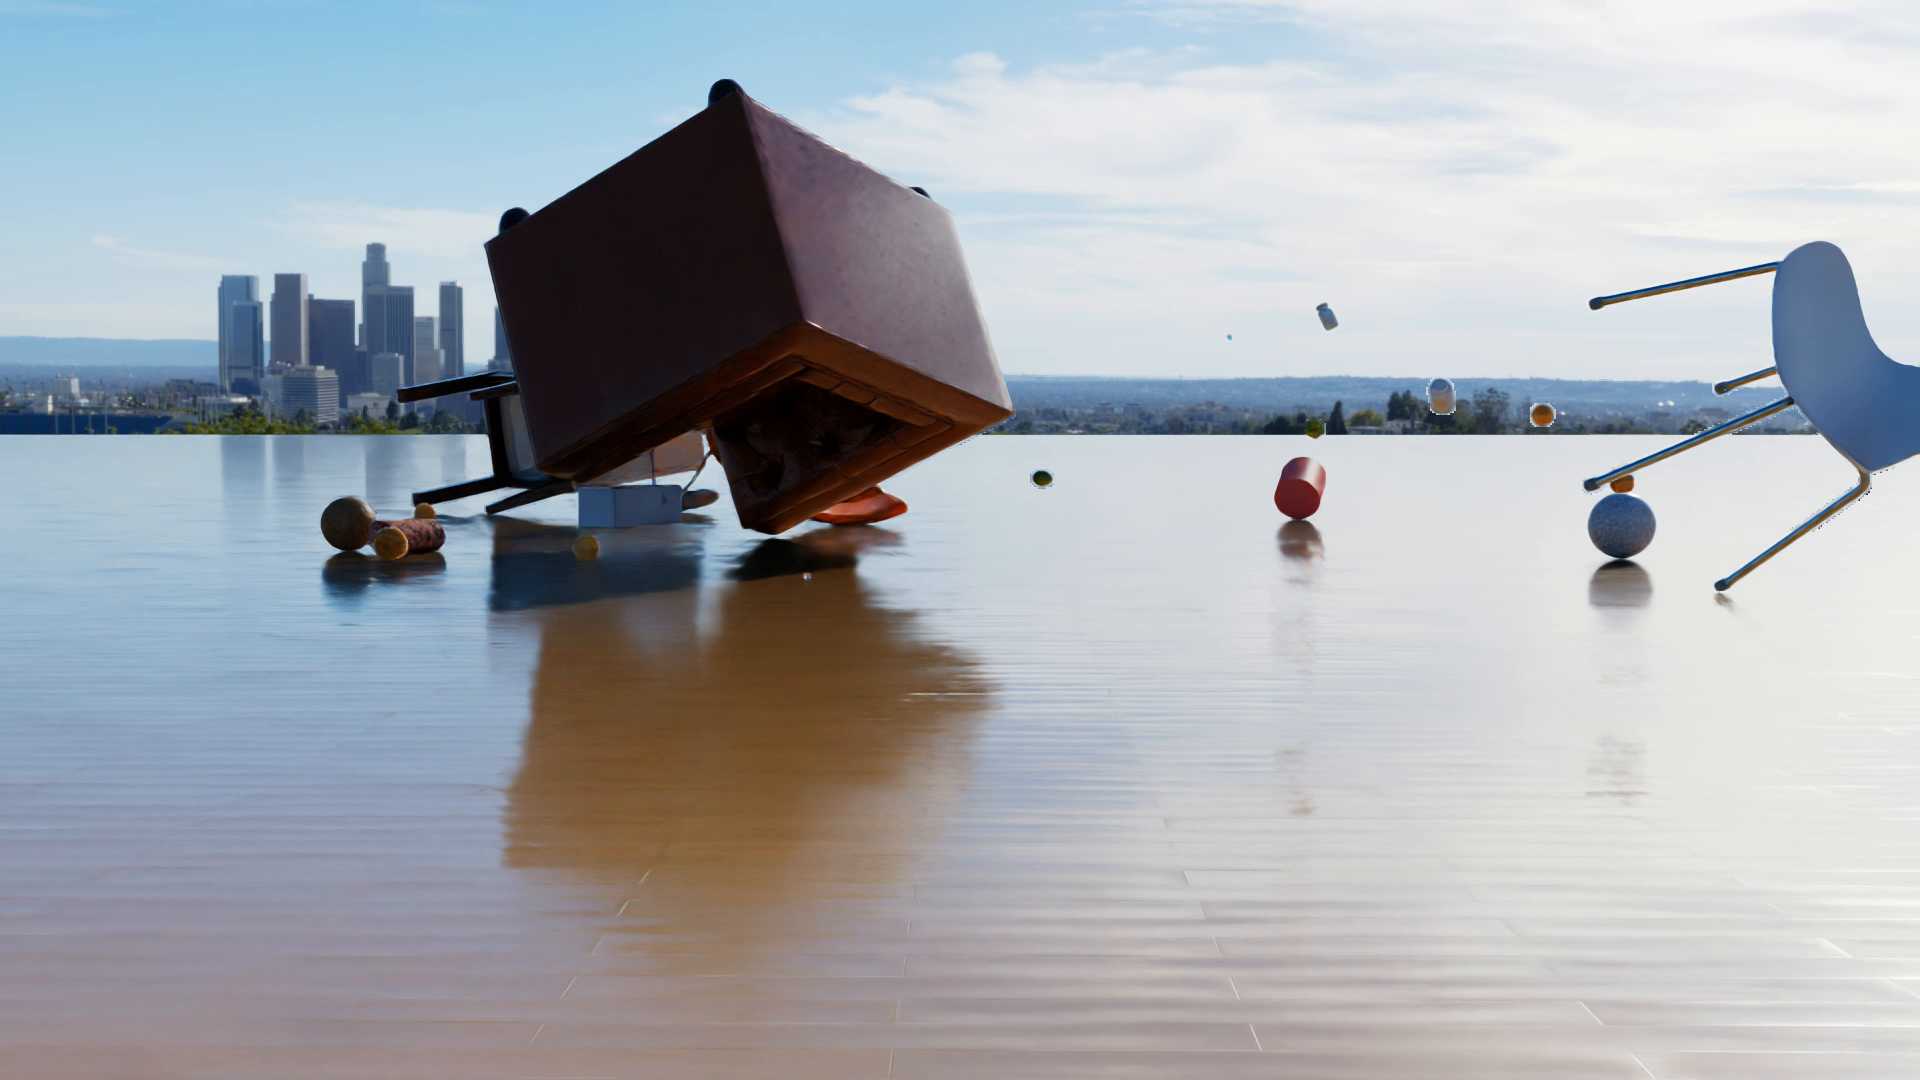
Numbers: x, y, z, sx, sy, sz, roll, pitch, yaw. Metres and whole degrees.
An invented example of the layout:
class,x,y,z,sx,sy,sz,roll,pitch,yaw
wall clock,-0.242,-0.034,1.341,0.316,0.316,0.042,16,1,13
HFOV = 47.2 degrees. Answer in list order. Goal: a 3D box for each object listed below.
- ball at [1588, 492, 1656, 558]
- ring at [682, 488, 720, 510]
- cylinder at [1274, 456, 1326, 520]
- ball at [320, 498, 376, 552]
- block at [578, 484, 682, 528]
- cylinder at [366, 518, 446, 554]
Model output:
class,x,y,z,sx,sy,sz,roll,pitch,yaw
ball,1.754,-0.039,5.827,0.177,0.177,0.177,0,4,0
ring,-0.993,-0.147,8.109,0.226,0.052,0.131,-12,13,-13
cylinder,1.185,-0.182,7.649,0.158,0.152,0.190,17,30,9
ball,-1.695,-0.044,6.097,0.150,0.150,0.150,0,4,0
block,-1.095,-0.115,7.305,0.152,0.126,0.340,3,5,33
cylinder,-1.525,-0.011,6.050,0.138,0.088,0.163,11,10,36
